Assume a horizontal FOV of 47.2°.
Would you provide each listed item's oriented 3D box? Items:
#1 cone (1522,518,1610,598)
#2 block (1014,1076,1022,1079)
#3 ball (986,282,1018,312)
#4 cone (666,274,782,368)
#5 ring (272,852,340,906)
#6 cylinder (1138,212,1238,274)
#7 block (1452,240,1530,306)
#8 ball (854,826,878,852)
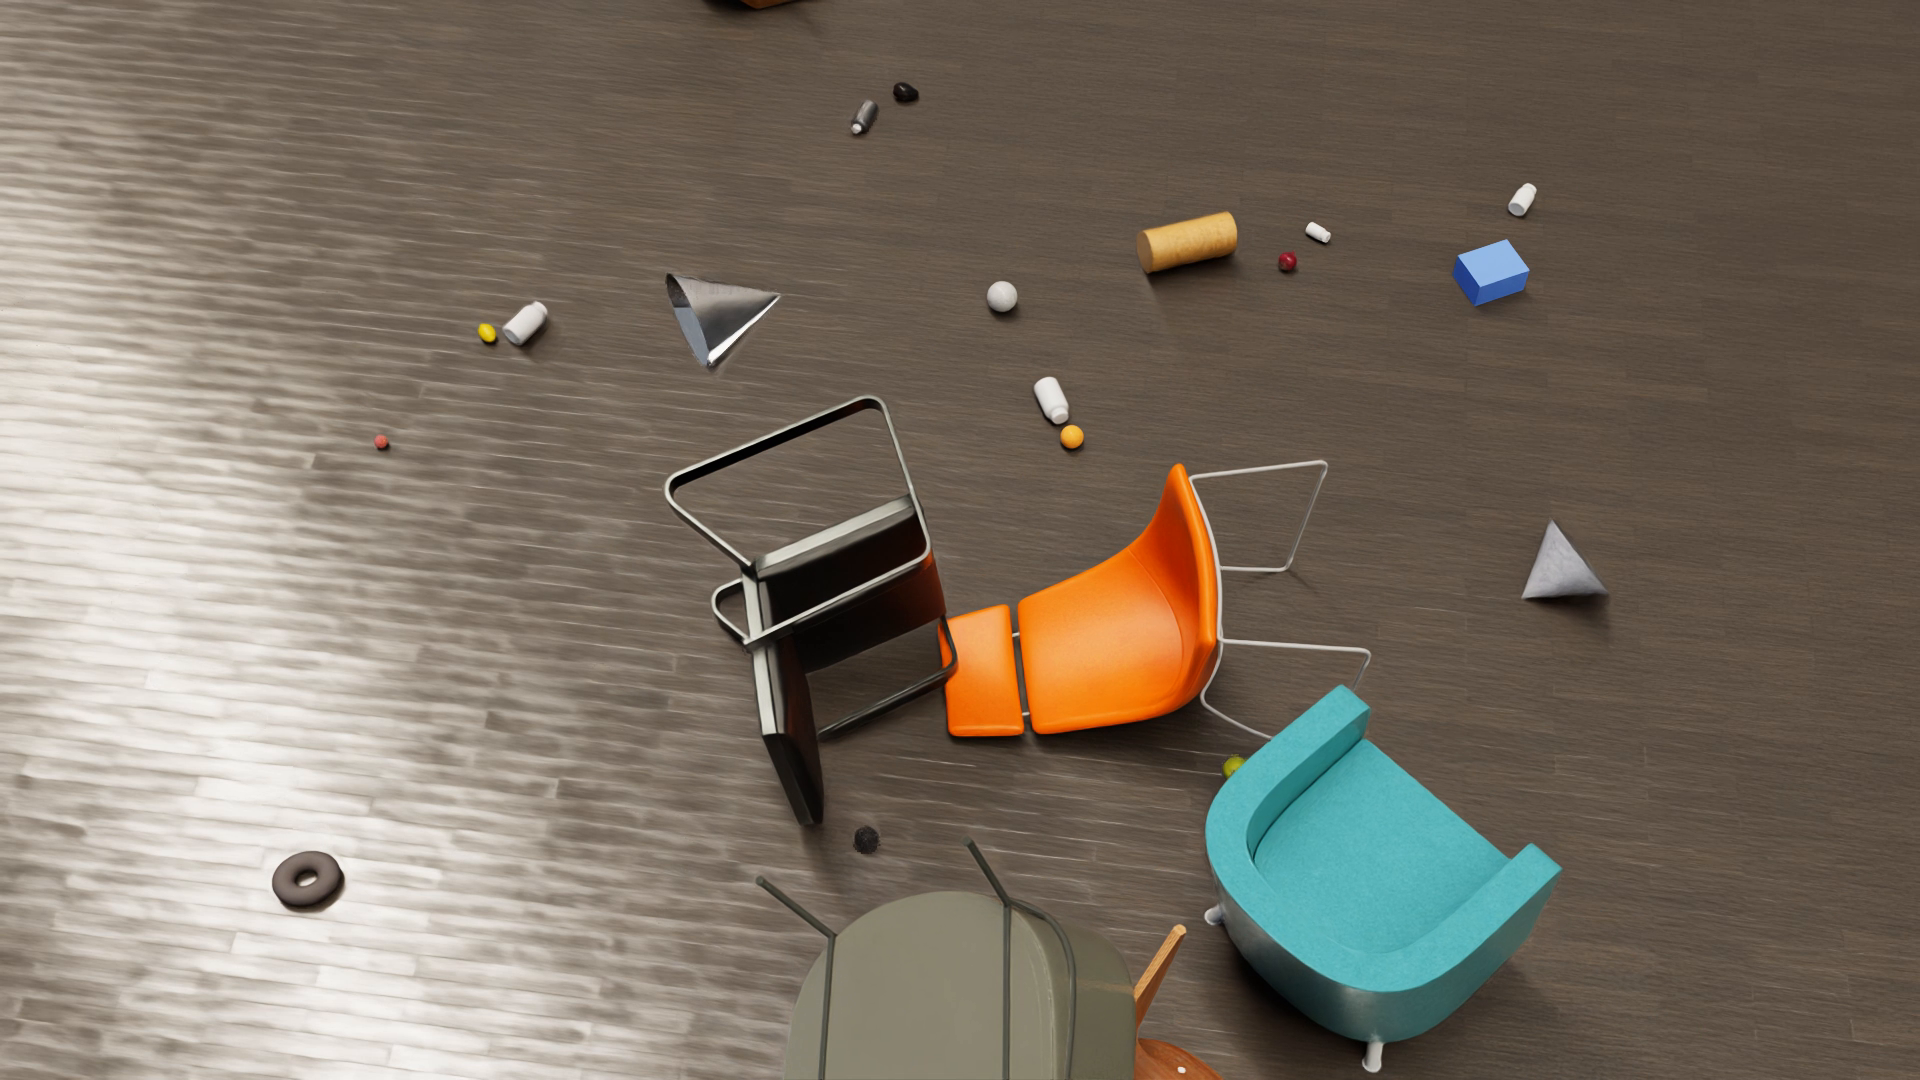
[{"bbox_3d":[1.728,0.108,6.432,0.212,0.244,0.331,-39,26,14],"label":"cone"},{"bbox_3d":[0.121,1.441,5.550,0.068,0.094,0.148,37,64,22],"label":"block"},{"bbox_3d":[0.135,-0.779,7.037,0.099,0.099,0.099,0,56,0],"label":"ball"},{"bbox_3d":[-0.715,-0.744,7.023,0.347,0.134,0.333,-20,78,-29],"label":"cone"},{"bbox_3d":[-1.763,0.911,5.930,0.184,0.055,0.155,-11,56,-6],"label":"ring"},{"bbox_3d":[0.735,-0.963,7.120,0.290,0.173,0.133,-14,80,-9],"label":"cylinder"},{"bbox_3d":[1.712,-0.862,7.095,0.181,0.096,0.143,-19,58,-12],"label":"block"},{"bbox_3d":[-0.255,0.813,5.988,0.067,0.067,0.067,0,56,0],"label":"ball"}]
